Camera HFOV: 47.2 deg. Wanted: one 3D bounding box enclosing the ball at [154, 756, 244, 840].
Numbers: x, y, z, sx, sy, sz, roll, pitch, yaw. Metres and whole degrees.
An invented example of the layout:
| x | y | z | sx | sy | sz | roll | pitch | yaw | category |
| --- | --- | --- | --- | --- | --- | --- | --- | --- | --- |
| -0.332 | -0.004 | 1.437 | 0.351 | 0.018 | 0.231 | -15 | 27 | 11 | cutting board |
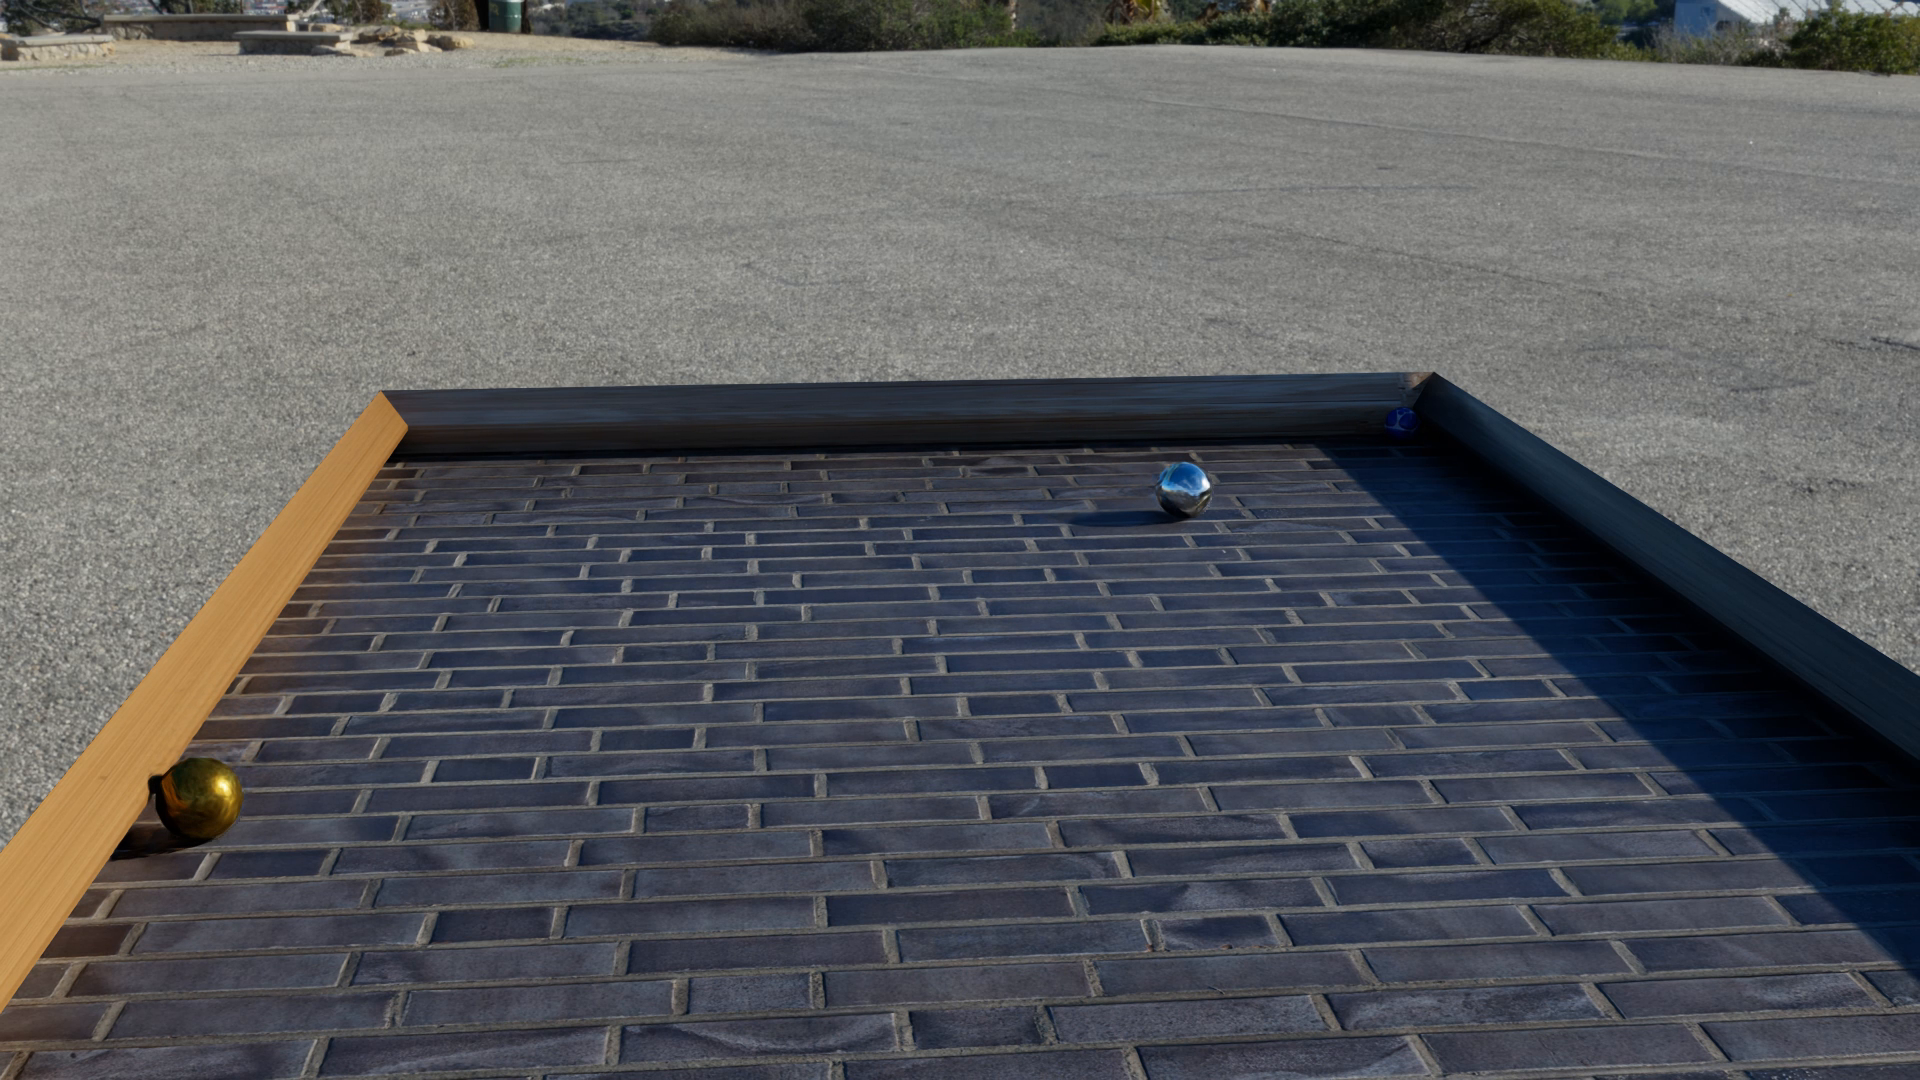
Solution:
| x | y | z | sx | sy | sz | roll | pitch | yaw | category |
| --- | --- | --- | --- | --- | --- | --- | --- | --- | --- |
| -0.647 | 0.220 | 1.871 | 0.071 | 0.071 | 0.071 | 0 | 15 | 0 | ball |

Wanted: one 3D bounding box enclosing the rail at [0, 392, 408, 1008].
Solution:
| x | y | z | sx | sy | sz | roll | pitch | yaw | category |
| --- | --- | --- | --- | --- | --- | --- | --- | --- | --- |
| -0.712 | 0.183 | 1.959 | 0.045 | 0.095 | 2.749 | -1 | 15 | -5 | rail |

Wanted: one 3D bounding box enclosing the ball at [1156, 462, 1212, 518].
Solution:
| x | y | z | sx | sy | sz | roll | pitch | yaw | category |
| --- | --- | --- | --- | --- | --- | --- | --- | --- | --- |
| 0.297 | -0.067 | 2.923 | 0.073 | 0.073 | 0.073 | 0 | 15 | 0 | ball |

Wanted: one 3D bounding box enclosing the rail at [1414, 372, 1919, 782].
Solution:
| x | y | z | sx | sy | sz | roll | pitch | yaw | category |
| --- | --- | --- | --- | --- | --- | --- | --- | --- | --- |
| 0.839 | 0.145 | 2.098 | 0.045 | 0.095 | 2.749 | -1 | 15 | -5 | rail |

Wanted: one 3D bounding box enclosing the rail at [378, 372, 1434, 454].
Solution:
| x | y | z | sx | sy | sz | roll | pitch | yaw | category |
| --- | --- | --- | --- | --- | --- | --- | --- | --- | --- |
| -0.061 | -0.189 | 3.326 | 1.605 | 0.095 | 0.045 | -1 | 15 | -5 | rail |

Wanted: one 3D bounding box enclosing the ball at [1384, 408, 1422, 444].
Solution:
| x | y | z | sx | sy | sz | roll | pitch | yaw | category |
| --- | --- | --- | --- | --- | --- | --- | --- | --- | --- |
| 0.676 | -0.175 | 3.356 | 0.055 | 0.055 | 0.055 | 0 | 15 | 0 | ball |
